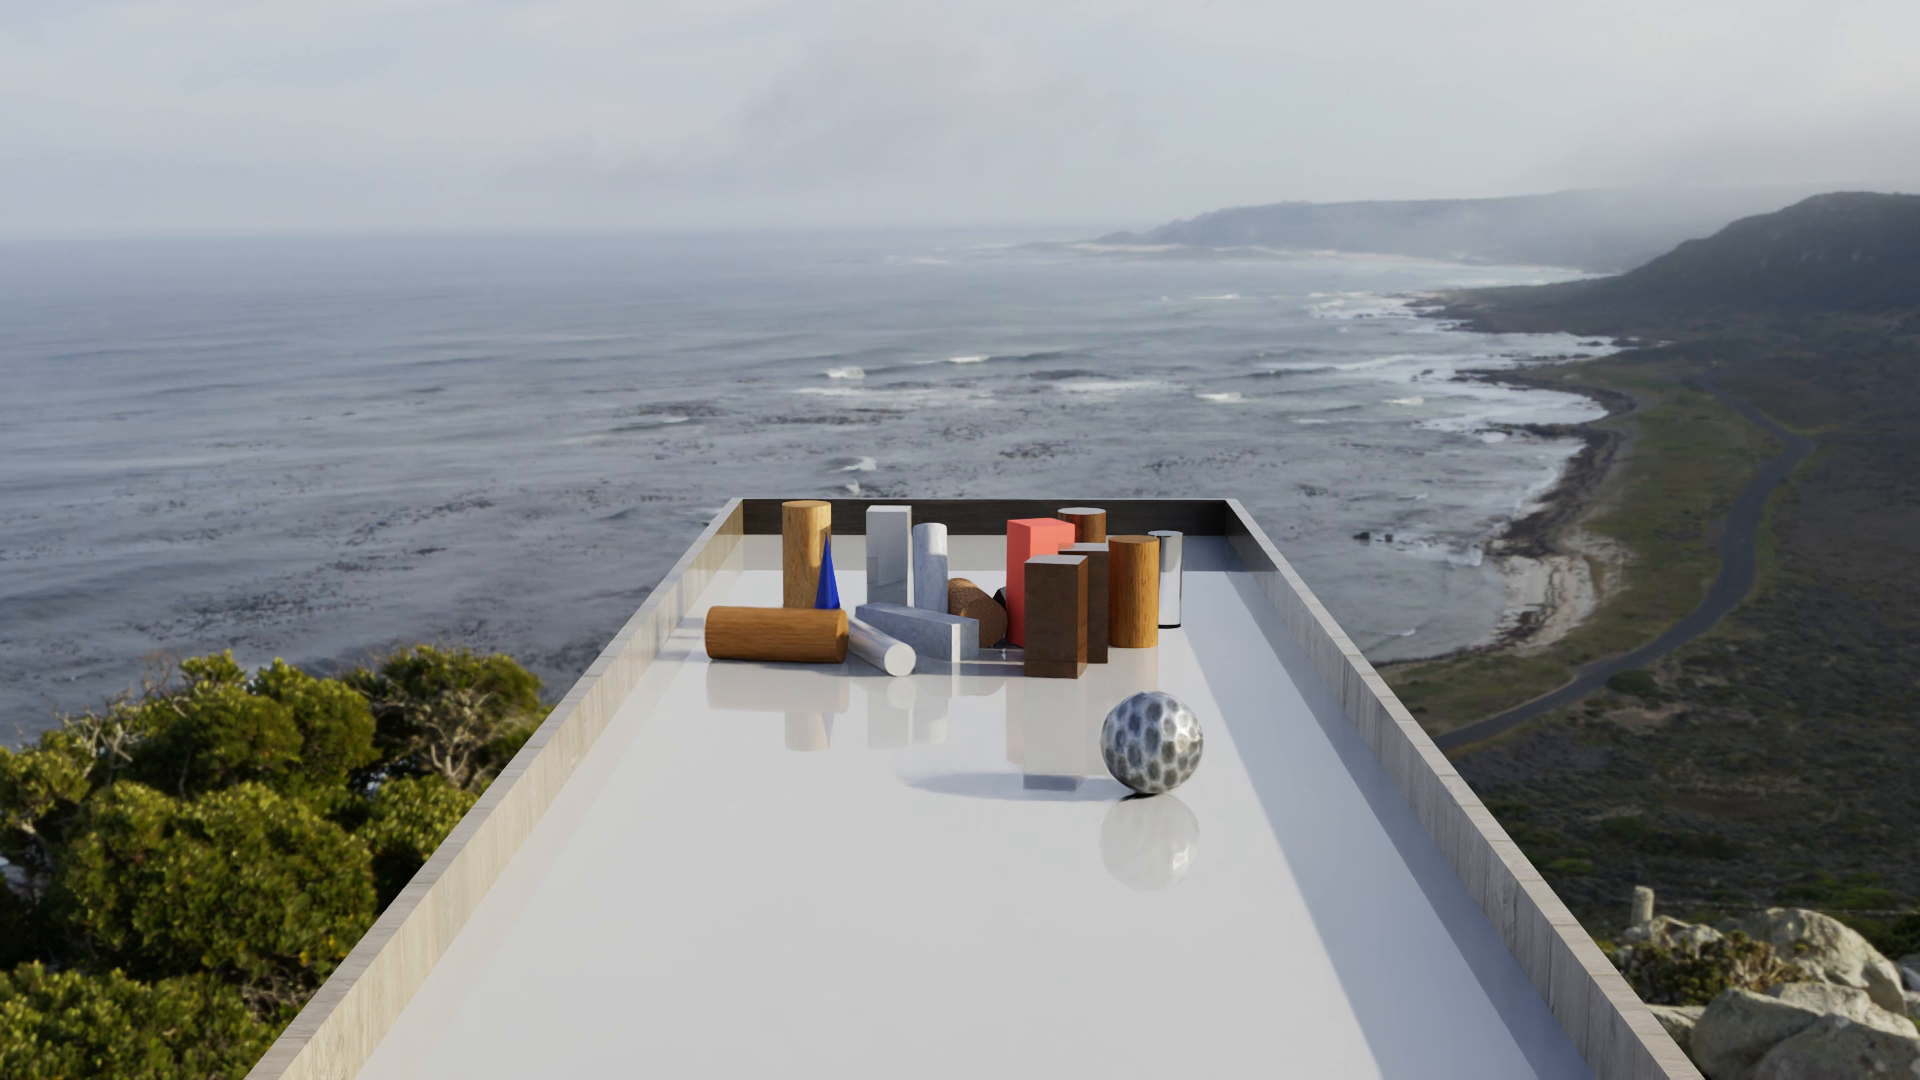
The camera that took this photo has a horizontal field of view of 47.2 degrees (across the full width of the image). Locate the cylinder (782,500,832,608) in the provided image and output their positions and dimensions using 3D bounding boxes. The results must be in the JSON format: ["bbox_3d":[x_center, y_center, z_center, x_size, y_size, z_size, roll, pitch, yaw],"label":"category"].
[{"bbox_3d":[-0.501,0.082,7.200,0.159,0.404,0.159,0,9,0],"label":"cylinder"}]

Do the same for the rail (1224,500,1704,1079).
[{"bbox_3d":[1.046,0.843,3.208,0.050,0.150,12.000,0,9,1],"label":"rail"}]

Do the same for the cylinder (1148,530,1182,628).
[{"bbox_3d":[0.671,0.130,7.208,0.113,0.308,0.113,0,9,0],"label":"cylinder"}]

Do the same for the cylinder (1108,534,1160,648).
[{"bbox_3d":[0.545,0.162,6.921,0.160,0.334,0.160,0,9,0],"label":"cylinder"}]

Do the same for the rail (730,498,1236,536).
[{"bbox_3d":[0.099,-0.098,9.147,2.100,0.150,0.050,0,9,1],"label":"rail"}]

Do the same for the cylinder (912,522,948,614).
[{"bbox_3d":[-0.094,0.130,7.028,0.110,0.352,0.110,-1,-17,0],"label":"cylinder"}]

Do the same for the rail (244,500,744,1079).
[{"bbox_3d":[-1.004,0.839,3.234,0.050,0.150,12.000,0,9,1],"label":"rail"}]

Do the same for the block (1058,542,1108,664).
[{"bbox_3d":[0.373,0.191,6.700,0.153,0.345,0.153,0,9,2],"label":"block"}]

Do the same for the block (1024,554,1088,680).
[{"bbox_3d":[0.284,0.224,6.507,0.159,0.340,0.159,2,9,13],"label":"block"}]

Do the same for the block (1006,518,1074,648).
[{"bbox_3d":[0.250,0.135,6.918,0.155,0.385,0.155,-3,10,-26],"label":"block"}]

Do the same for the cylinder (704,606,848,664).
[{"bbox_3d":[-0.556,0.286,6.689,0.408,0.163,0.163,2,9,10],"label":"cylinder"}]

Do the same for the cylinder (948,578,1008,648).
[{"bbox_3d":[0.032,0.230,7.057,0.157,0.157,0.377,-2,9,-12],"label":"cylinder"}]

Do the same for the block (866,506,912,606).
[{"bbox_3d":[-0.231,0.092,7.175,0.133,0.392,0.133,1,9,4],"label":"block"}]

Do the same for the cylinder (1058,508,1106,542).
[{"bbox_3d":[0.396,0.096,7.175,0.157,0.385,0.157,0,9,0],"label":"cylinder"}]

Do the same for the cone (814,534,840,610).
[{"bbox_3d":[-0.419,0.149,6.945,0.122,0.352,0.122,0,9,0],"label":"cone"}]

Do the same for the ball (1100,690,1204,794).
[{"bbox_3d":[0.454,0.479,5.209,0.244,0.244,0.244,0,9,0],"label":"ball"}]

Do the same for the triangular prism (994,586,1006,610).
[{"bbox_3d":[0.218,0.186,7.462,0.127,0.110,0.425,5,10,25],"label":"triangular prism"}]

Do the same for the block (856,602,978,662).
[{"bbox_3d":[-0.137,0.283,6.859,0.115,0.115,0.438,-9,13,-44],"label":"block"}]

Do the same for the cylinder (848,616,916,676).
[{"bbox_3d":[-0.261,0.320,6.667,0.100,0.100,0.443,-4,10,-22],"label":"cylinder"}]
